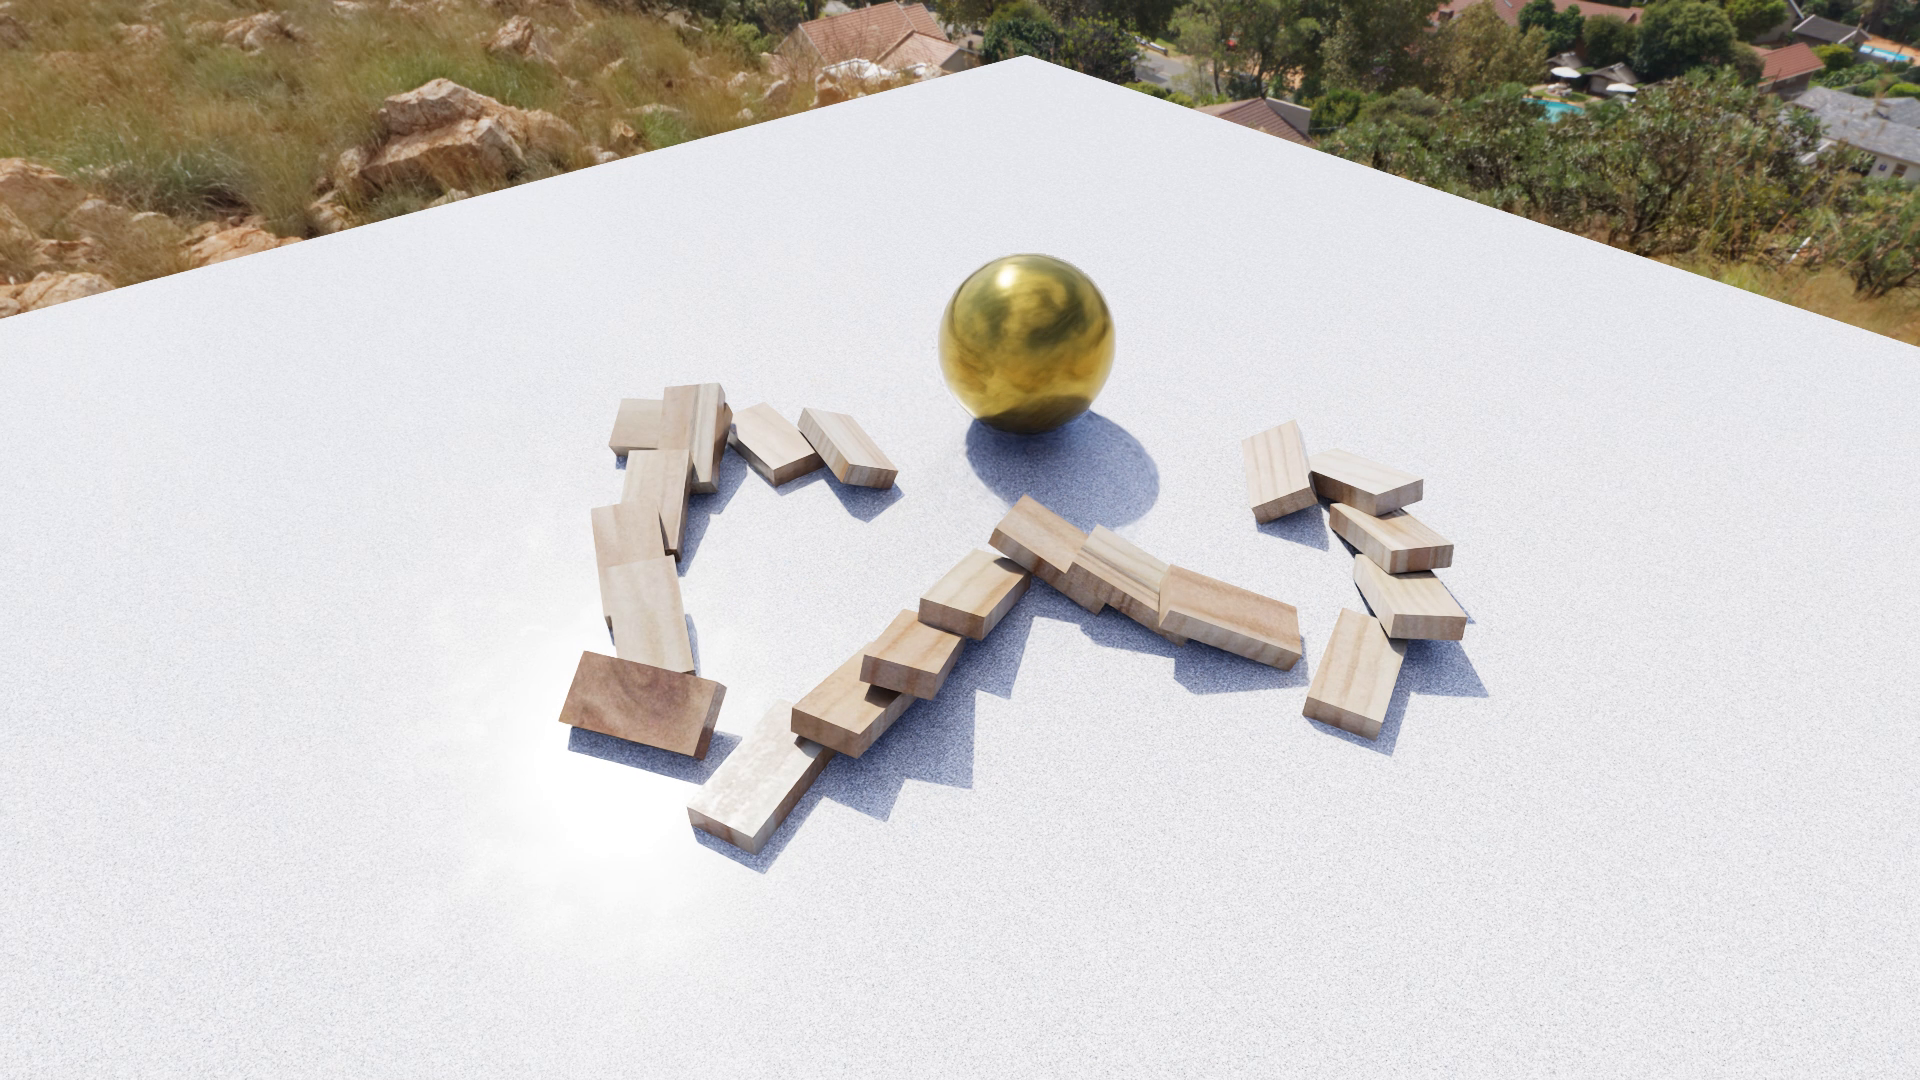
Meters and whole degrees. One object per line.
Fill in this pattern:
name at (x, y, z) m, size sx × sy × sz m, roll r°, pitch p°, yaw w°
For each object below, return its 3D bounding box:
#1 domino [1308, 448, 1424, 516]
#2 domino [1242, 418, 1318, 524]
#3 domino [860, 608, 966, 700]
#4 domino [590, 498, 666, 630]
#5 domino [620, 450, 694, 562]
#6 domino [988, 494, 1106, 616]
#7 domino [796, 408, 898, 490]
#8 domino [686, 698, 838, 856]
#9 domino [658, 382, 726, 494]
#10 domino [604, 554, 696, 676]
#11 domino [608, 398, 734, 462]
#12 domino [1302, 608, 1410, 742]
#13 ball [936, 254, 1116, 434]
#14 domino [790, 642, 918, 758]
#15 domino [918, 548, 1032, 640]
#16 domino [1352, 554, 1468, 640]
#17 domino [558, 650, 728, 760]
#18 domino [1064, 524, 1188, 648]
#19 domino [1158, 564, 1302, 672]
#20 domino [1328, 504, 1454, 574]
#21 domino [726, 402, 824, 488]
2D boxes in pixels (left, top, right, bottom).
domino at (0.166, -0.025, 0.463) m, size 0.025 × 0.010 × 0.050 m, roll -17°, pitch 25°, yaw -20°
domino at (0.136, -0.030, 0.471) m, size 0.025 × 0.009 × 0.050 m, roll -22°, pitch 33°, yaw 24°
domino at (-0.015, 0.038, 0.379) m, size 0.025 × 0.010 × 0.050 m, roll 14°, pitch 16°, yaw 9°
domino at (-0.126, 0.008, 0.422) m, size 0.025 × 0.010 × 0.050 m, roll -11°, pitch 57°, yaw -13°
domino at (-0.125, -0.014, 0.450) m, size 0.025 × 0.010 × 0.050 m, roll -1°, pitch 56°, yaw -2°
domino at (0.039, 0.005, 0.424) m, size 0.050 × 0.009 × 0.025 m, roll 33°, pitch 45°, yaw 9°
domino at (-0.050, -0.041, 0.485) m, size 0.025 × 0.009 × 0.050 m, roll 6°, pitch 30°, yaw -38°
domino at (-0.061, 0.075, 0.352) m, size 0.025 × 0.009 × 0.050 m, roll 18°, pitch 43°, yaw 21°
domino at (-0.117, -0.044, 0.479) m, size 0.025 × 0.009 × 0.050 m, roll -4°, pitch 64°, yaw 5°
domino at (-0.112, 0.030, 0.396) m, size 0.025 × 0.009 × 0.050 m, roll -11°, pitch 56°, yaw -13°
domino at (-0.130, -0.050, 0.494) m, size 0.050 × 0.009 × 0.025 m, roll 4°, pitch 65°, yaw 9°
domino at (0.140, 0.046, 0.387) m, size 0.025 × 0.010 × 0.050 m, roll 19°, pitch 43°, yaw 22°
ball at (0.030, -0.087, 0.495) m, size 0.080 × 0.080 × 0.080 m, roll 0°, pitch 39°, yaw 0°
domino at (-0.032, 0.052, 0.369) m, size 0.025 × 0.009 × 0.050 m, roll 18°, pitch 27°, yaw 20°
domino at (0.007, 0.019, 0.409) m, size 0.025 × 0.009 × 0.050 m, roll 16°, pitch 26°, yaw 19°
domino at (0.166, 0.021, 0.408) m, size 0.025 × 0.009 × 0.050 m, roll 2°, pitch 24°, yaw 3°
domino at (-0.106, 0.055, 0.367) m, size 0.050 × 0.009 × 0.025 m, roll 11°, pitch 73°, yaw 13°
domino at (0.067, 0.017, 0.411) m, size 0.050 × 0.010 × 0.025 m, roll 31°, pitch 46°, yaw 8°
domino at (0.097, 0.028, 0.398) m, size 0.050 × 0.010 × 0.025 m, roll 19°, pitch 40°, yaw -4°
domino at (0.169, -0.002, 0.435) m, size 0.025 × 0.010 × 0.050 m, roll -6°, pitch 23°, yaw -7°
domino at (-0.086, -0.044, 0.497) m, size 0.025 × 0.010 × 0.050 m, roll -26°, pitch 46°, yaw -28°
